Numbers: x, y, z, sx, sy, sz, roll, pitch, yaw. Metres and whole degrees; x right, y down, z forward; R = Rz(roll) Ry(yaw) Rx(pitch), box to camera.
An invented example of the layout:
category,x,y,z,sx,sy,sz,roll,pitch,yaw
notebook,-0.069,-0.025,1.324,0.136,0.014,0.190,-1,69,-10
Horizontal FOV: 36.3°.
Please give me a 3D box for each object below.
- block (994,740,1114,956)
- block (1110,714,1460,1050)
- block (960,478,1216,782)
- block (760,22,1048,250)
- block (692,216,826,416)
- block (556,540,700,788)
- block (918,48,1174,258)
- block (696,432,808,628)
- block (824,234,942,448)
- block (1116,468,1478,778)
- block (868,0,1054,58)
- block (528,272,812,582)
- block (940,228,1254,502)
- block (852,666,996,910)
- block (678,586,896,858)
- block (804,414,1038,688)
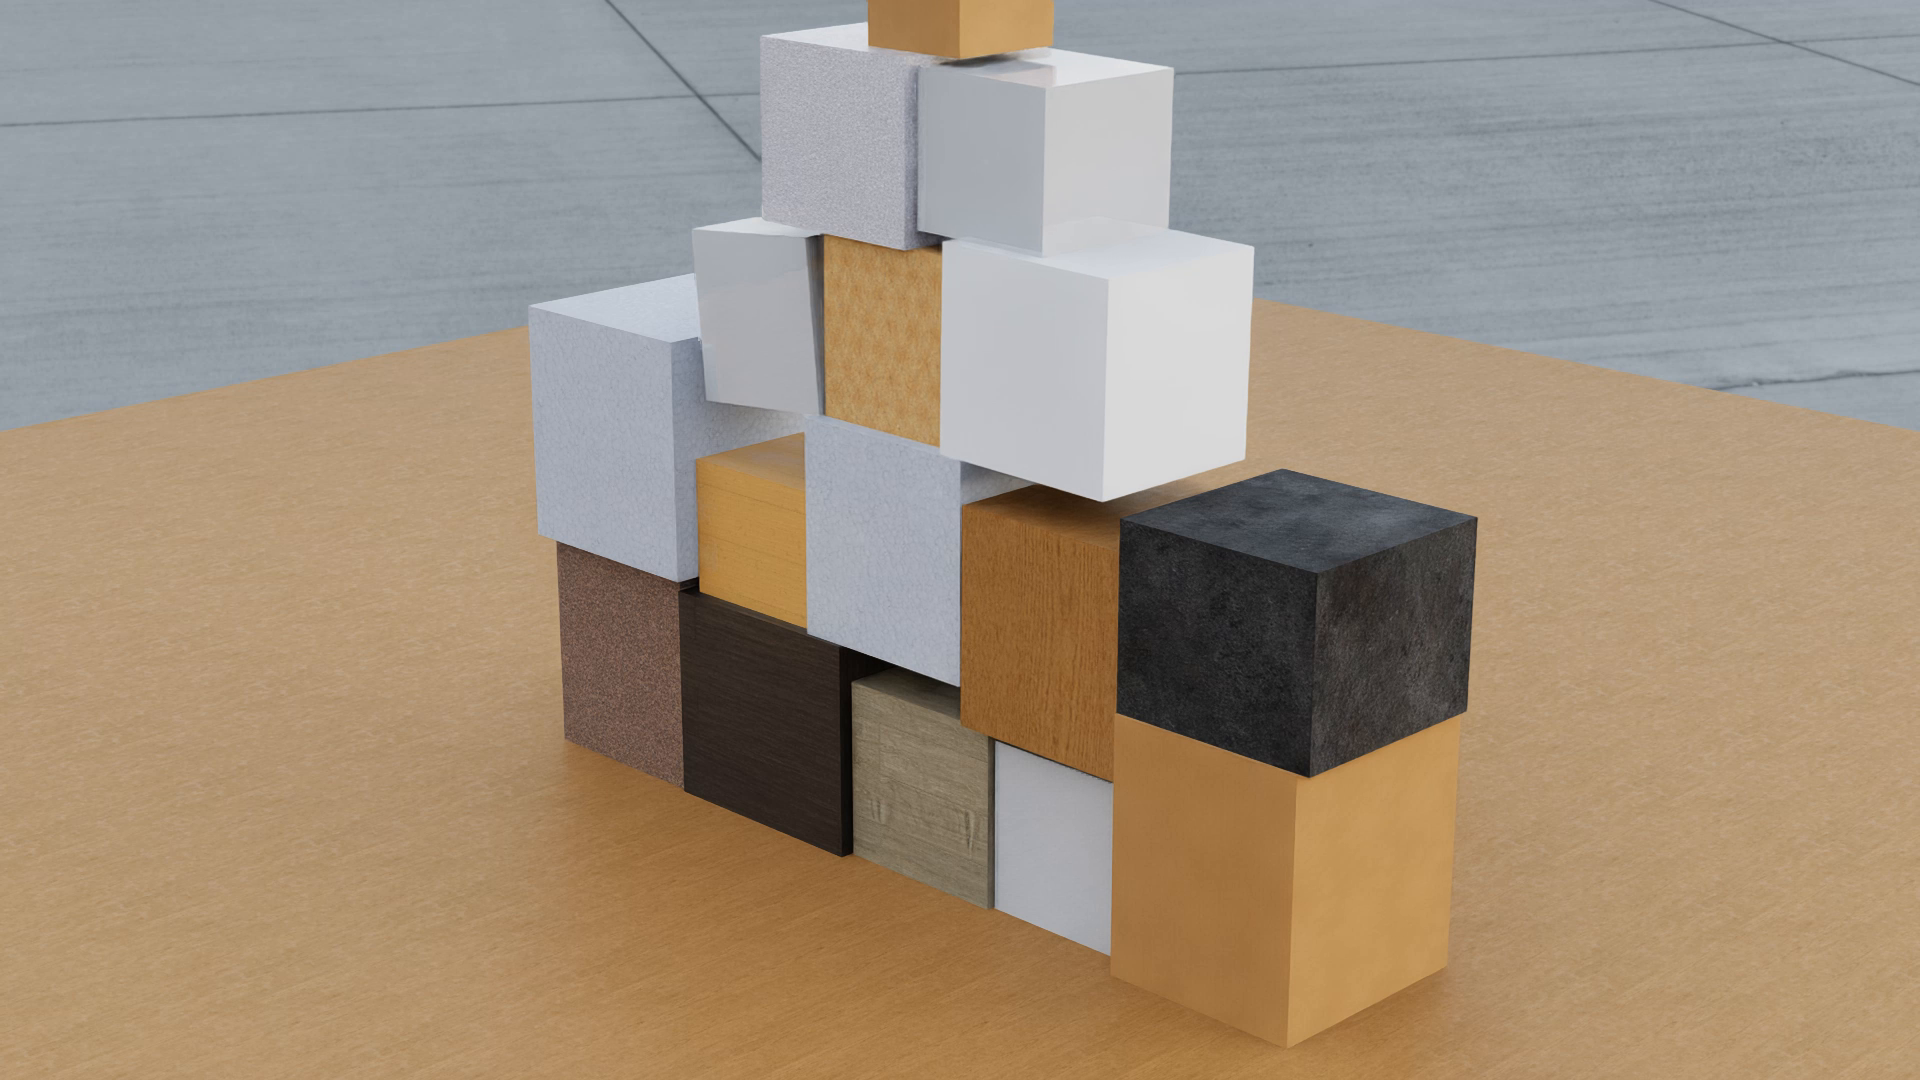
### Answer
category,x,y,z,sx,sy,sz,roll,pitch,yaw
block,0.735,1.261,12.995,0.831,0.802,0.808,-17,24,-42
block,1.361,1.271,12.329,1.084,1.182,0.961,-17,24,-42
block,0.688,0.332,12.753,0.991,1.013,0.937,-17,25,-42
block,-0.249,-1.825,13.043,0.880,0.825,0.918,-17,24,-42
block,-0.639,-1.089,13.682,0.848,0.810,0.788,-17,19,-42
block,-1.349,0.495,14.917,0.966,1.111,0.968,-17,24,-42
block,0.360,-1.660,12.467,0.787,0.702,0.737,-17,25,-42
block,-0.669,-0.071,14.003,0.836,0.663,0.810,-17,24,-42
block,-0.045,-0.962,13.097,0.785,0.851,0.798,-17,24,-42
block,1.374,0.311,12.011,1.041,0.841,1.014,-17,24,-42
block,0.003,-2.407,12.566,0.572,0.574,0.559,-17,24,-42
block,-1.348,-0.589,14.553,1.089,1.176,1.091,-17,24,-42
block,0.576,-0.802,12.482,0.909,0.933,0.947,-17,25,-42
block,0.112,1.060,13.543,0.848,0.857,0.877,-17,24,-42
block,-0.587,0.752,14.221,1.033,1.038,1.138,-17,24,-42
block,-0.010,-0.055,13.346,0.964,1.029,0.990,-17,24,-42
